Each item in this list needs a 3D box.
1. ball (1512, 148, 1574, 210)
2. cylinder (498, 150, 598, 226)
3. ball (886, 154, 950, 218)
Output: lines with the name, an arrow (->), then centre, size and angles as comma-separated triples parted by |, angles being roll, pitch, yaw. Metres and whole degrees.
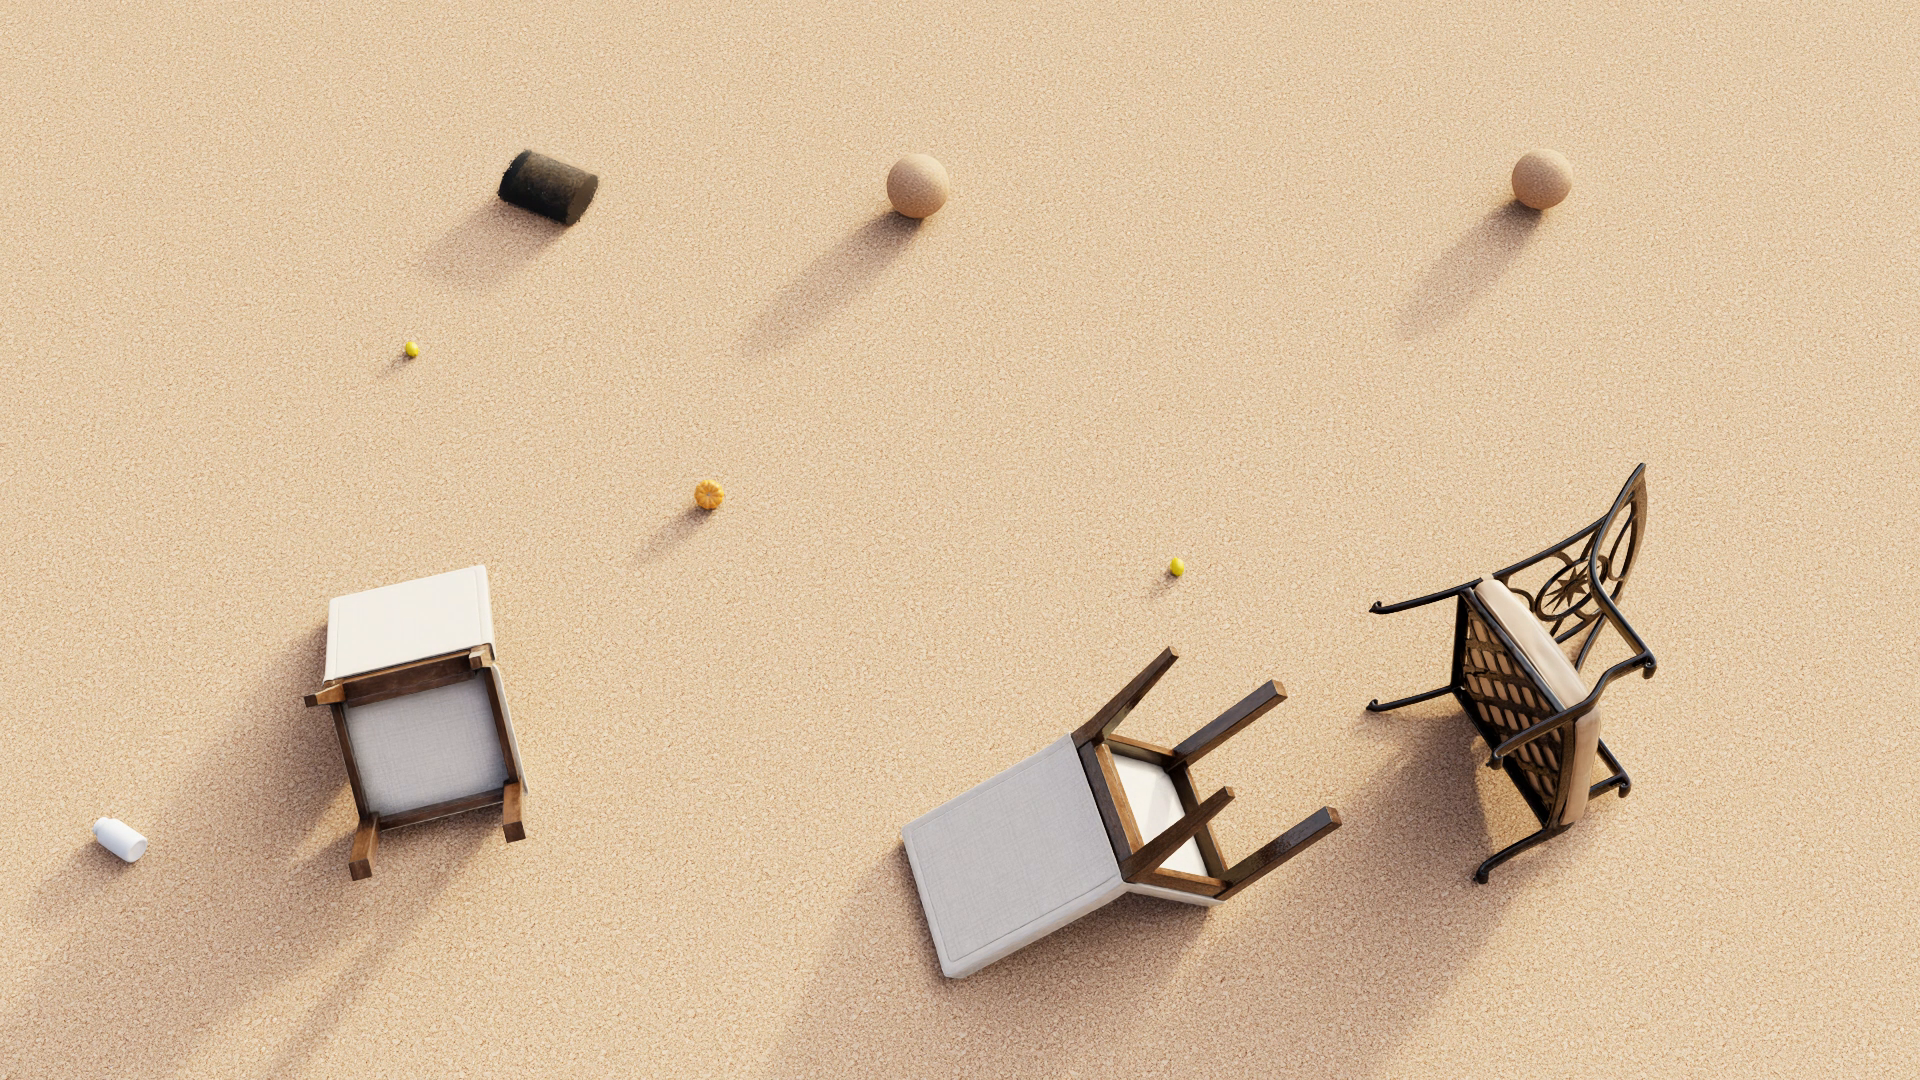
ball -> 1.921, -1.191, 7.254 | 0.197, 0.197, 0.197 | 0, 56, 0
cylinder -> -1.364, -1.169, 7.288 | 0.262, 0.116, 0.206 | 22, 66, 14
ball -> -0.138, -1.164, 7.229 | 0.209, 0.209, 0.209 | 0, 56, 0
